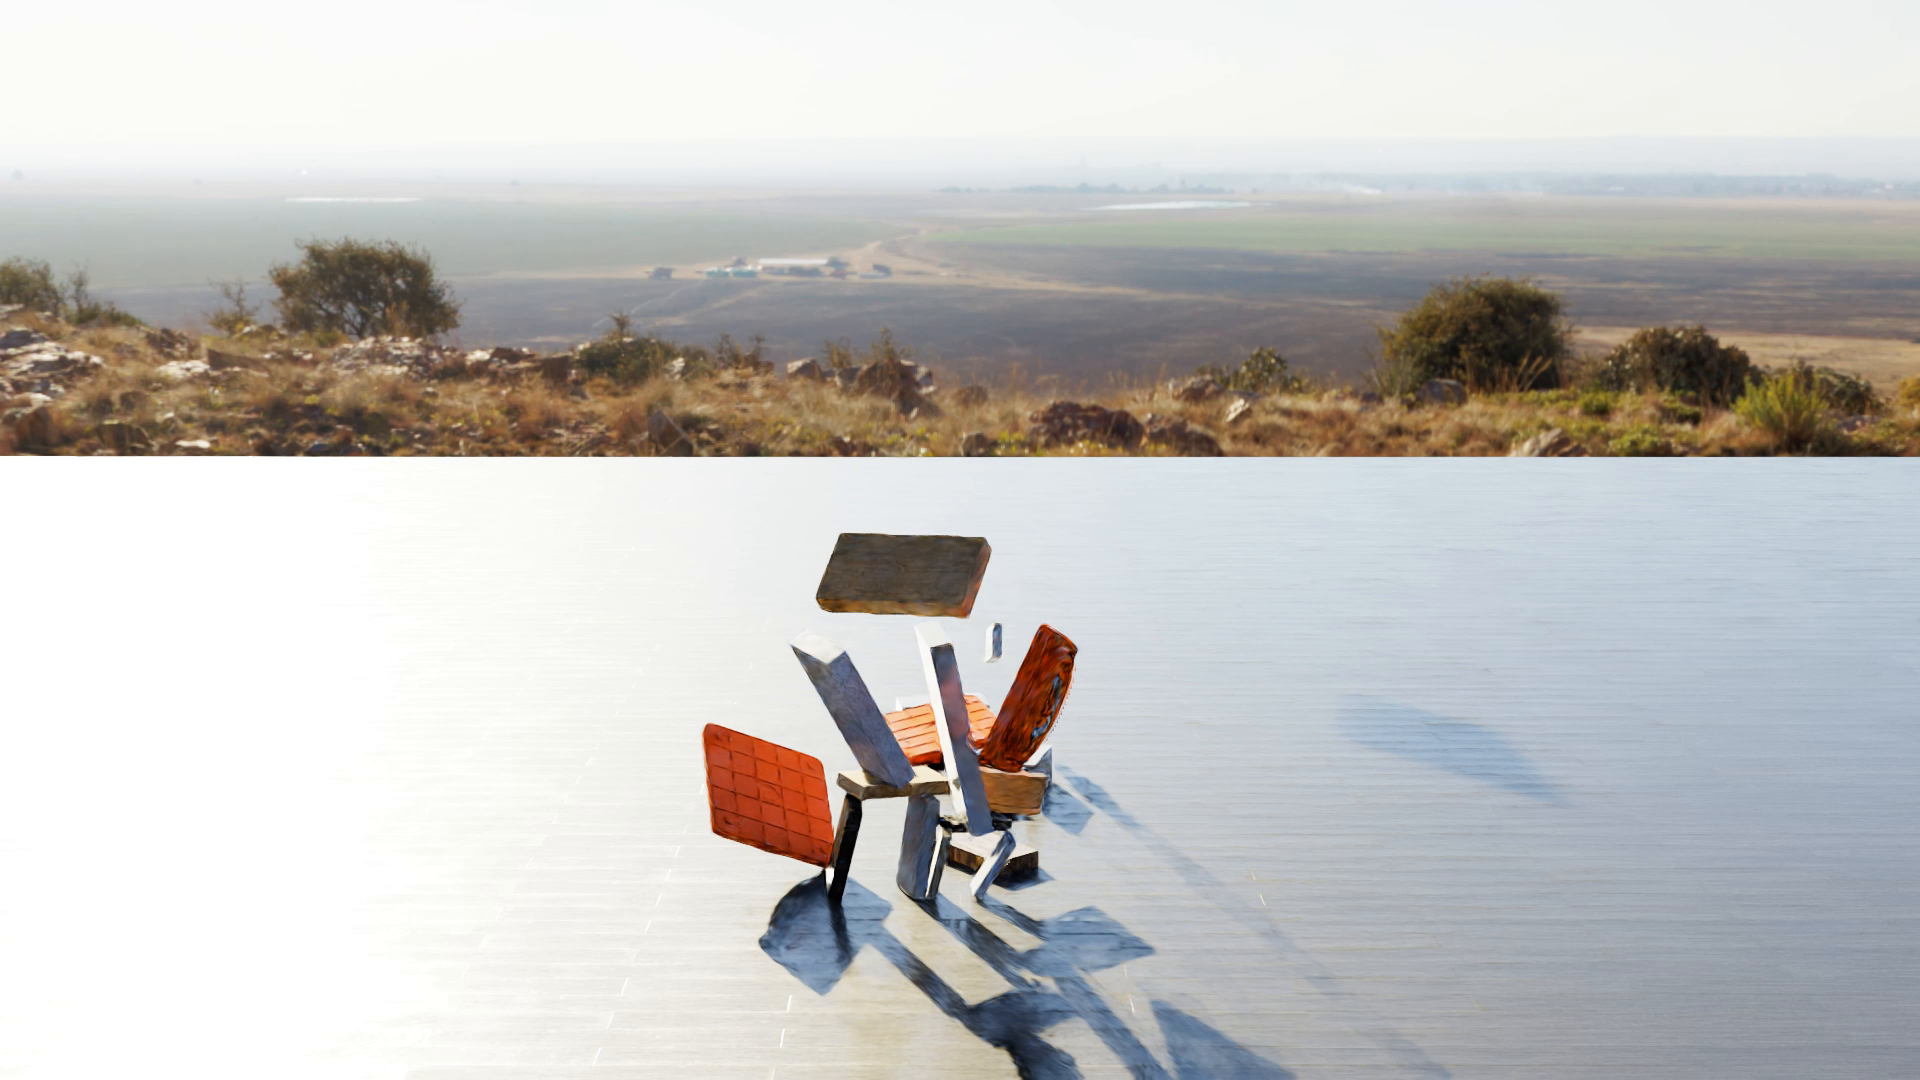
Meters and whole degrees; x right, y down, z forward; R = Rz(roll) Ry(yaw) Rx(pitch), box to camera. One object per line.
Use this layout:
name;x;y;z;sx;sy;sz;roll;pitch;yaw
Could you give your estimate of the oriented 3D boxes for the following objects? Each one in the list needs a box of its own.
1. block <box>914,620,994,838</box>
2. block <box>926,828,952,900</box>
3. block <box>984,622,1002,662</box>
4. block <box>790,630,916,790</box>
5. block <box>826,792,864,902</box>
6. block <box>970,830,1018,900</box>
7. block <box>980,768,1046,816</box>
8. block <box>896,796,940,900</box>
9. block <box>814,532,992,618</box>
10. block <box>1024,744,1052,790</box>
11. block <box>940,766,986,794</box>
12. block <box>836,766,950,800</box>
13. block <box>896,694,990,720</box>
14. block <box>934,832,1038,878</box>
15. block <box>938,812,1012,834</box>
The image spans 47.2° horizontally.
block;-0.010;0.308;3.592;0.038;0.333;0.134;-14;16;-8
block;-0.035;0.536;3.656;0.016;0.111;0.055;14;10;-4
block;0.072;0.219;4.683;0.020;0.071;0.142;3;-8;-5
block;-0.174;0.276;3.574;0.038;0.267;0.134;-38;28;-19
block;-0.191;0.503;3.637;0.024;0.168;0.084;11;21;-9
block;0.056;0.540;3.659;0.016;0.111;0.055;32;7;-9
block;0.072;0.434;3.800;0.142;0.071;0.020;7;14;-13
block;-0.070;0.504;3.664;0.024;0.168;0.084;6;8;-23
block;-0.092;0.056;3.564;0.267;0.038;0.134;2;54;27
block;0.151;0.448;4.235;0.020;0.071;0.142;1;11;15
block;0.035;0.476;4.206;0.096;0.027;0.193;-3;11;-18
block;-0.110;0.403;3.653;0.168;0.024;0.084;0;11;-32
block;-0.039;0.364;4.810;0.193;0.027;0.096;-2;11;-9
block;0.037;0.543;3.849;0.096;0.027;0.193;-9;14;-39
block;0.024;0.472;3.679;0.111;0.016;0.055;1;9;-29
